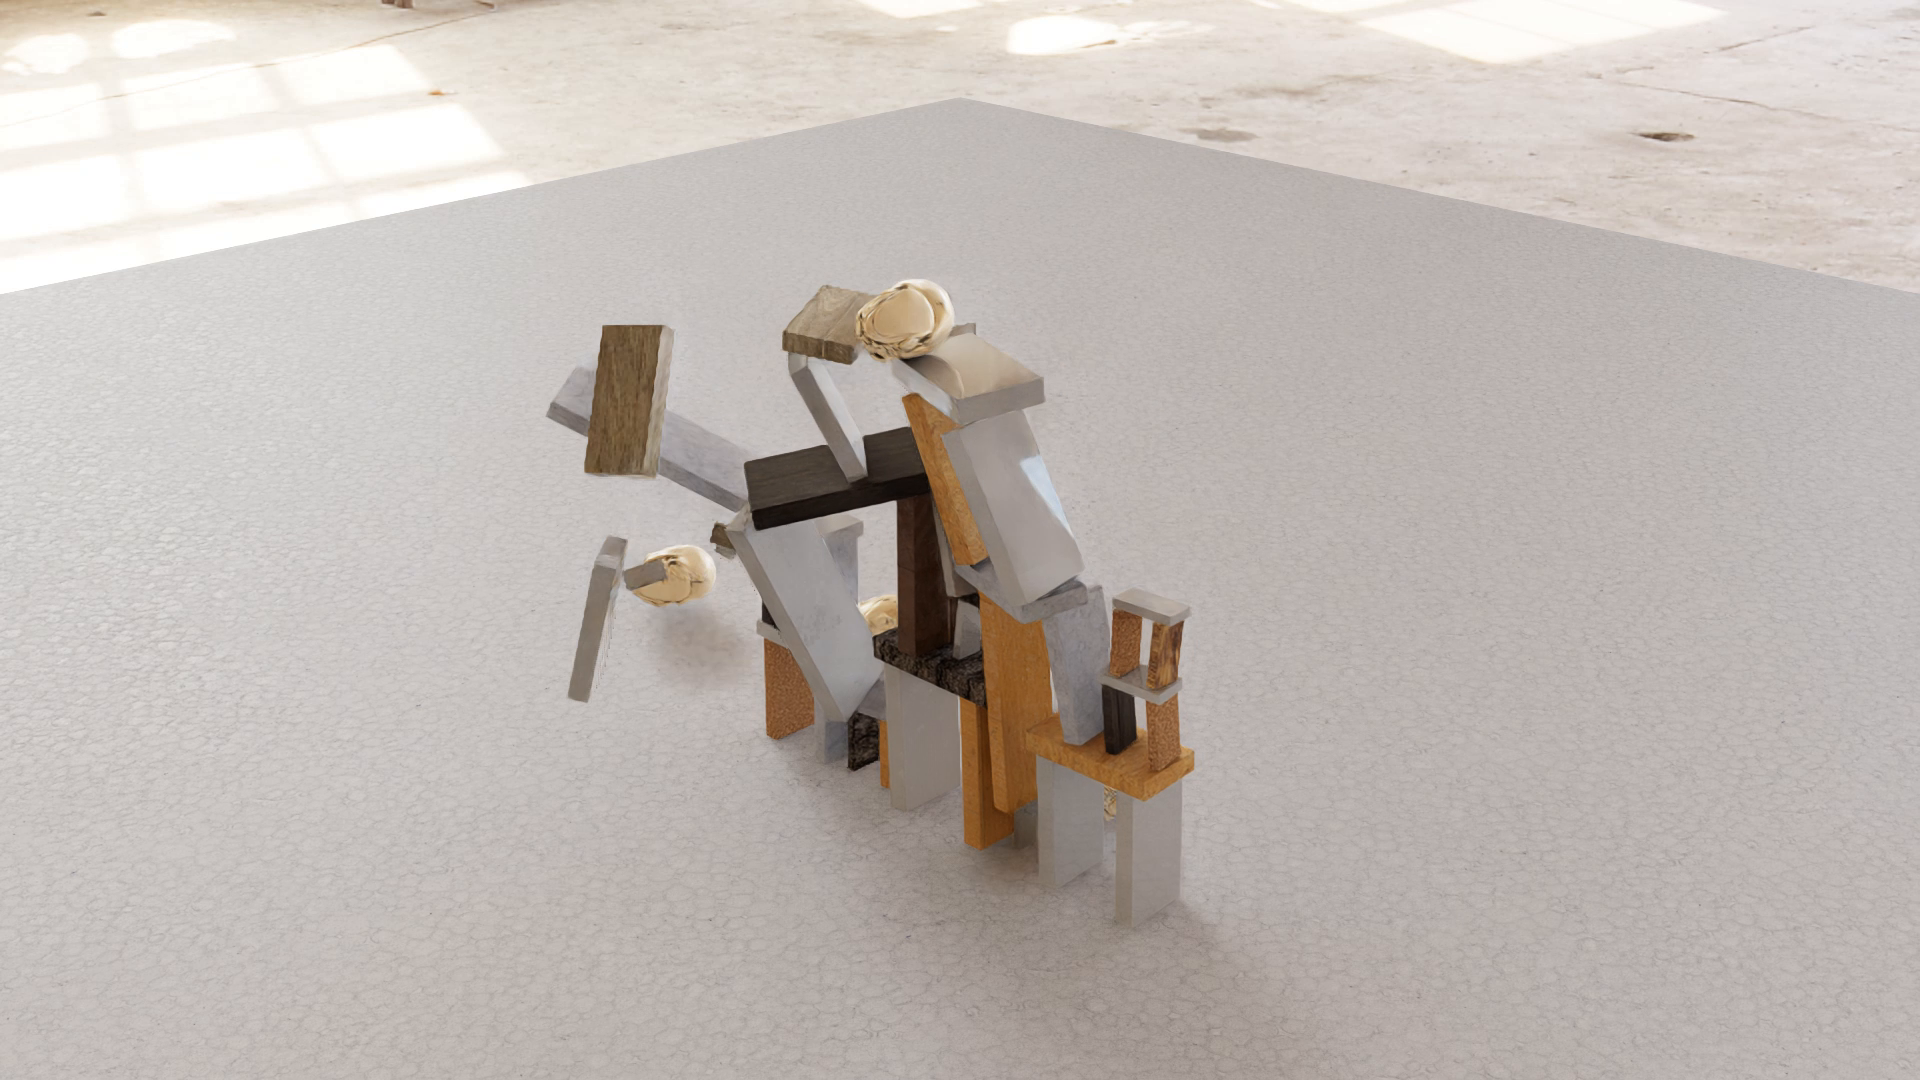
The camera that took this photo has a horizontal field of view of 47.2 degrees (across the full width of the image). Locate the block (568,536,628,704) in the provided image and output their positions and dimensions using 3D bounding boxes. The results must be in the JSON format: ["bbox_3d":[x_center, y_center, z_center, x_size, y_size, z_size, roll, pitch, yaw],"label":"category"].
[{"bbox_3d":[-0.718,0.157,4.360,0.042,0.298,0.149,14,22,-3],"label":"block"}]

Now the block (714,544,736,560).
[{"bbox_3d":[-0.497,0.009,4.736,0.045,0.090,0.013,28,56,-6],"label":"block"}]

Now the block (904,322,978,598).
[{"bbox_3d":[0.002,-0.152,4.179,0.133,0.505,0.038,-12,7,-24],"label":"block"}]

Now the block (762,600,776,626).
[{"bbox_3d":[-0.368,0.058,4.648,0.113,0.225,0.032,-20,30,-39],"label":"block"}]

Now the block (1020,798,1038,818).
[{"bbox_3d":[0.145,0.517,4.285,0.046,0.013,0.093,-20,28,-36],"label":"block"}]

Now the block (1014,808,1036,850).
[{"bbox_3d":[0.128,0.559,4.324,0.046,0.093,0.013,-18,26,-35],"label":"block"}]

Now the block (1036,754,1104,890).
[{"bbox_3d":[0.211,0.509,4.185,0.040,0.285,0.143,21,34,40],"label":"block"}]

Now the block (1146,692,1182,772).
[{"bbox_3d":[0.364,0.336,3.939,0.020,0.141,0.071,16,33,38],"label":"block"}]

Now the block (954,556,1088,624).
[{"bbox_3d":[0.109,0.070,4.029,0.133,0.038,0.266,-16,27,-22],"label":"block"}]

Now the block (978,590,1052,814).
[{"bbox_3d":[0.112,0.282,4.201,0.133,0.486,0.038,-24,31,-37],"label":"block"}]

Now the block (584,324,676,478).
[{"bbox_3d":[-0.651,-0.273,4.329,0.149,0.298,0.042,3,-7,31],"label":"block"}]

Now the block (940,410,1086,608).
[{"bbox_3d":[0.097,-0.065,3.896,0.164,0.329,0.047,-29,11,-41],"label":"block"}]

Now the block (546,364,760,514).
[{"bbox_3d":[-0.578,-0.187,4.494,0.521,0.042,0.149,27,37,-5],"label":"block"}]

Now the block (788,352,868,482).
[{"bbox_3d":[-0.249,-0.249,4.114,0.038,0.266,0.133,-22,35,8],"label":"block"}]

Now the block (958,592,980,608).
[{"bbox_3d":[0.058,0.112,4.206,0.064,0.018,0.129,-21,31,-37],"label":"block"}]

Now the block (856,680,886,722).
[{"bbox_3d":[-0.177,0.325,4.536,0.157,0.022,0.078,15,51,38],"label":"block"}]

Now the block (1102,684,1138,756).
[{"bbox_3d":[0.290,0.313,3.994,0.020,0.141,0.071,16,33,37],"label":"block"}]

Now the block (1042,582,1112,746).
[{"bbox_3d":[0.226,0.227,4.032,0.038,0.266,0.133,8,27,43],"label":"block"}]

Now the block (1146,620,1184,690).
[{"bbox_3d":[0.361,0.195,3.867,0.063,0.127,0.018,-20,33,-41],"label":"block"}]

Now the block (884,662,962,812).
[{"bbox_3d":[-0.074,0.375,4.467,0.159,0.318,0.045,-21,28,-41],"label":"block"}]

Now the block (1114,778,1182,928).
[{"bbox_3d":[0.349,0.561,4.065,0.040,0.285,0.143,21,33,39],"label":"block"}]

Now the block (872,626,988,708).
[{"bbox_3d":[-0.005,0.235,4.332,0.159,0.045,0.318,-21,31,-40],"label":"block"}]

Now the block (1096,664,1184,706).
[{"bbox_3d":[0.321,0.251,3.933,0.141,0.020,0.071,19,35,37],"label":"block"}]

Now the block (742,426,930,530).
[{"bbox_3d":[-0.238,-0.120,4.204,0.338,0.048,0.169,-13,36,-3],"label":"block"}]

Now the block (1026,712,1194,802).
[{"bbox_3d":[0.275,0.387,4.055,0.285,0.040,0.143,20,34,40],"label":"block"}]

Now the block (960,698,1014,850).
[{"bbox_3d":[0.076,0.434,4.329,0.159,0.318,0.045,-21,29,-41],"label":"block"}]

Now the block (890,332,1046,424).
[{"bbox_3d":[0.010,-0.293,3.945,0.164,0.047,0.329,-15,24,-18],"label":"block"}]

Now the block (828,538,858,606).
[{"bbox_3d":[-0.263,0.100,4.547,0.112,0.225,0.032,-21,31,-40],"label":"block"}]

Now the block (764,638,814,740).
[{"bbox_3d":[-0.365,0.303,4.745,0.117,0.235,0.033,-21,32,-40],"label":"block"}]

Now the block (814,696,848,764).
[{"bbox_3d":[-0.252,0.347,4.641,0.117,0.235,0.033,-21,33,-41],"label":"block"}]

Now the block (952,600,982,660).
[{"bbox_3d":[0.020,0.165,4.272,0.064,0.129,0.018,-23,40,-40],"label":"block"}]

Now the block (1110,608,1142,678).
[{"bbox_3d":[0.297,0.175,3.916,0.018,0.127,0.063,22,32,37],"label":"block"}]

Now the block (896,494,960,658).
[{"bbox_3d":[-0.045,0.044,4.292,0.048,0.338,0.169,21,31,41],"label":"block"}]

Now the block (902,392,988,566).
[{"bbox_3d":[0.016,-0.136,4.058,0.164,0.329,0.047,-28,15,-39],"label":"block"}]

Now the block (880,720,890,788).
[{"bbox_3d":[-0.131,0.427,4.552,0.022,0.157,0.078,18,28,38],"label":"block"}]

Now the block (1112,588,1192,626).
[{"bbox_3d":[0.337,0.117,3.865,0.127,0.018,0.063,19,28,37],"label":"block"}]

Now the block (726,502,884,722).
[{"bbox_3d":[-0.301,0.120,4.394,0.048,0.521,0.169,5,45,36],"label":"block"}]

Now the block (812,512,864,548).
[{"bbox_3d":[-0.316,-0.040,4.550,0.112,0.032,0.225,-21,30,-40],"label":"block"}]

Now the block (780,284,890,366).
[{"bbox_3d":[-0.228,-0.401,4.081,0.133,0.038,0.266,13,27,8],"label":"block"}]

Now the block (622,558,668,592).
[{"bbox_3d":[-0.682,0.076,4.757,0.090,0.013,0.045,-18,66,-10],"label":"block"}]

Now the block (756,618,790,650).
[{"bbox_3d":[-0.310,0.201,4.640,0.117,0.033,0.235,-21,30,-40],"label":"block"}]

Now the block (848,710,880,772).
[{"bbox_3d":[-0.199,0.400,4.617,0.078,0.157,0.022,-21,32,-40],"label":"block"}]

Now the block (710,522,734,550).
[{"bbox_3d":[-0.477,-0.003,4.627,0.090,0.045,0.013,19,25,0],"label":"block"}]
